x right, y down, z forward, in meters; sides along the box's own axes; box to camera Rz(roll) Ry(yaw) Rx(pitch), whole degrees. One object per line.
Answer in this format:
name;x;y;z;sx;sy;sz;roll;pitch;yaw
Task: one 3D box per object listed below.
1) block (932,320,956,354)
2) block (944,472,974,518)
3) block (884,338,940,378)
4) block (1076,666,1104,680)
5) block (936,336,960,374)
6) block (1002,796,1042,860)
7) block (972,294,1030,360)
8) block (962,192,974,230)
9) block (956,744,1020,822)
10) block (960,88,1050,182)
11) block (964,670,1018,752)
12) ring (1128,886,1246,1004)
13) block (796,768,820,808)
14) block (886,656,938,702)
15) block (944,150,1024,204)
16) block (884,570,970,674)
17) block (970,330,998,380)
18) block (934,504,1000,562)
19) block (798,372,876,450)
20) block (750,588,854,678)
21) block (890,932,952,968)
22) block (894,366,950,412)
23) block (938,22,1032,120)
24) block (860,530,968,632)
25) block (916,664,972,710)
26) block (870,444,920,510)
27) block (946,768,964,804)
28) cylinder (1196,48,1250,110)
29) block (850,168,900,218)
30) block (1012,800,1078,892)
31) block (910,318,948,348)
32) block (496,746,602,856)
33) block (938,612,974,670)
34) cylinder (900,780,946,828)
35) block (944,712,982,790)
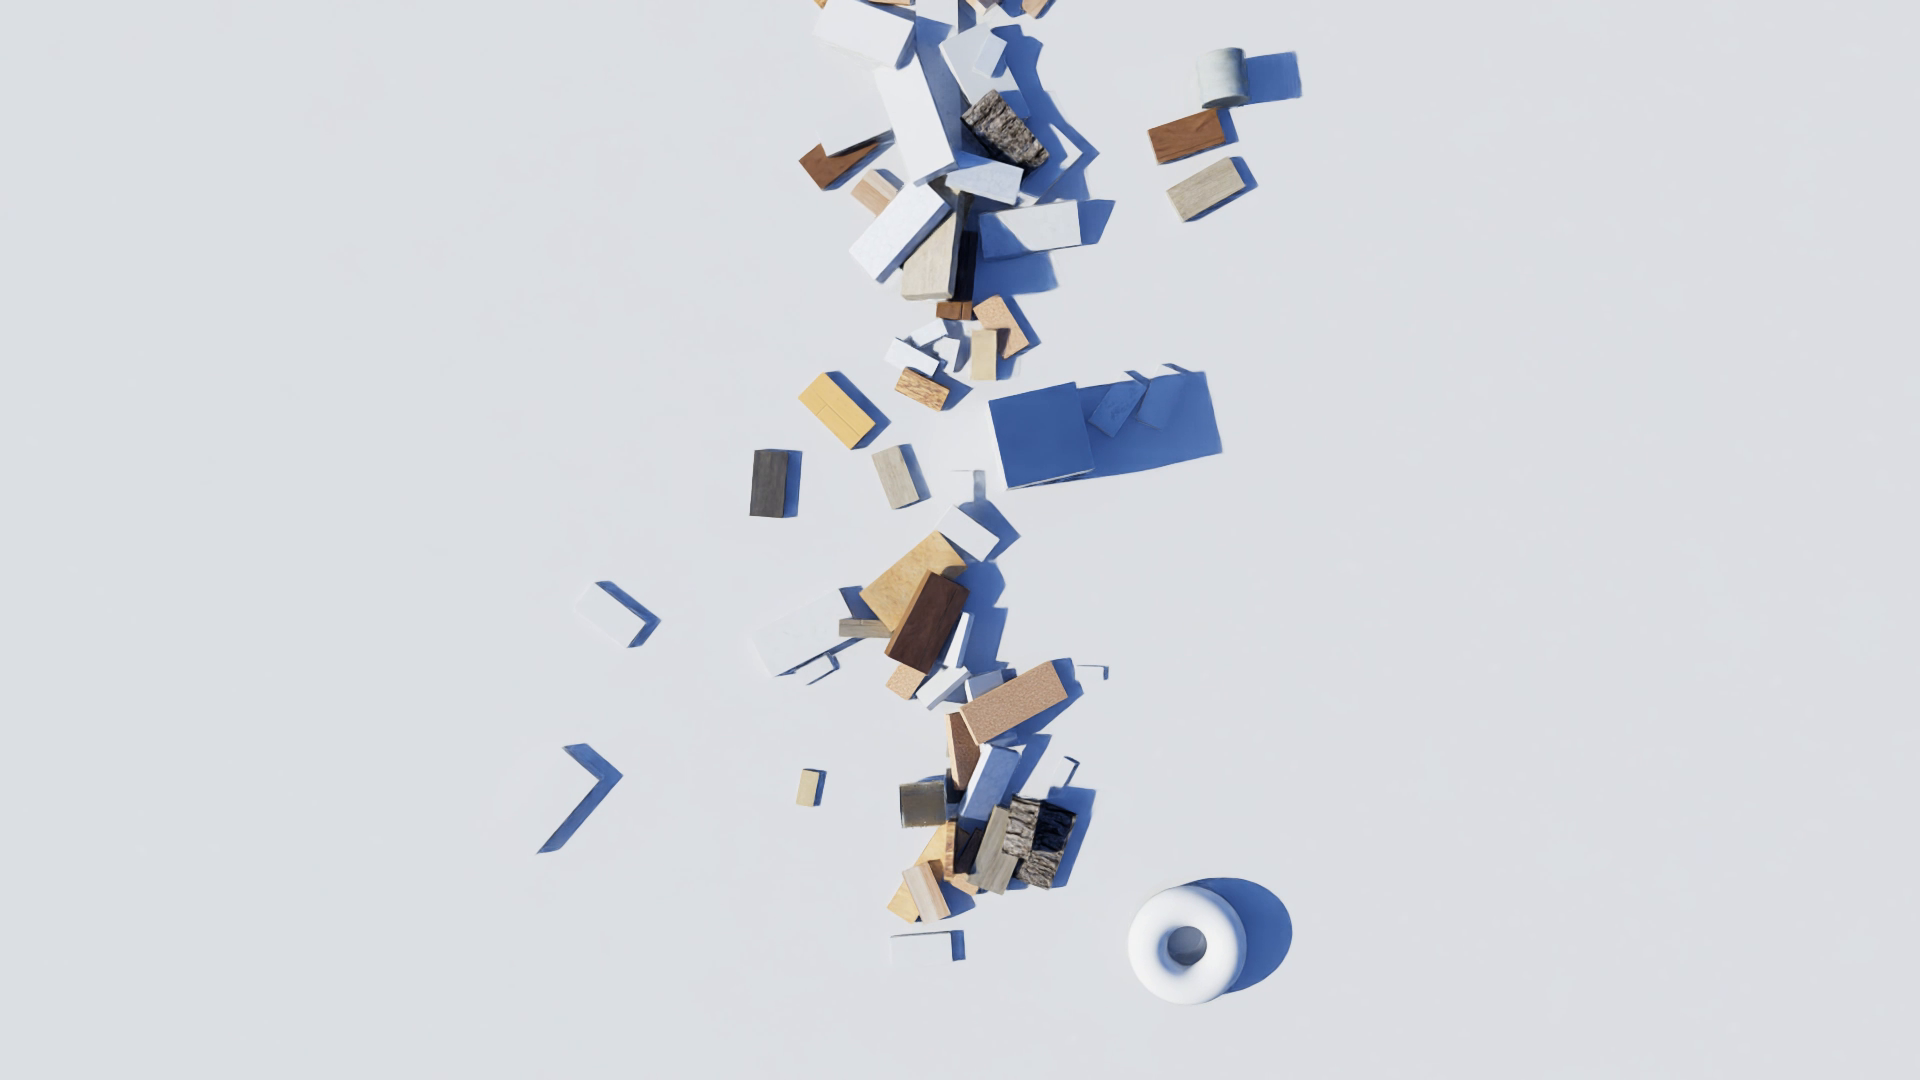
block;-0.052;-0.674;5.492;0.057;0.016;0.113;12;90;0
block;-0.005;-0.130;5.486;0.098;0.028;0.195;-1;90;0
block;-0.159;-0.597;5.476;0.167;0.024;0.084;29;108;0
block;0.431;0.444;5.493;0.093;0.013;0.046;2;90;0
block;-0.039;-0.615;5.475;0.057;0.016;0.113;13;108;0
block;0.202;0.943;5.405;0.095;0.027;0.189;13;93;13
block;0.136;-0.710;5.486;0.099;0.028;0.199;-32;90;0
block;-0.010;-1.153;5.467;0.116;0.033;0.232;16;84;4
block;0.095;0.800;5.435;0.125;0.035;0.250;19;98;-35
block;0.148;-1.323;5.416;0.143;0.041;0.286;-42;97;-6
block;0.103;0.569;5.458;0.125;0.035;0.250;-14;90;-25
ring;0.749;1.336;5.436;0.392;0.131;0.392;0;90;1
block;-0.508;0.826;5.492;0.058;0.017;0.117;11;90;0
block;-0.161;0.434;5.487;0.092;0.026;0.184;34;90;0
block;0.079;-1.179;5.360;0.235;0.033;0.117;15;75;-6
block;-0.107;0.269;5.419;0.156;0.044;0.312;27;92;-23
block;0.079;-0.614;5.469;0.084;0.024;0.167;2;101;5
block;0.024;-0.025;5.460;0.195;0.028;0.098;36;102;-9
block;-0.410;-0.429;5.483;0.245;0.035;0.122;45;90;0
block;-0.513;0.309;5.476;0.332;0.047;0.166;-27;90;0
block;-0.129;1.363;5.486;0.202;0.029;0.101;-4;90;0
block;-0.125;-0.500;5.474;0.167;0.024;0.084;27;111;0
block;0.083;-1.518;5.451;0.168;0.048;0.337;-27;94;-9
block;-0.154;0.135;5.454;0.332;0.047;0.166;-40;90;-8
block;-0.055;0.476;5.455;0.184;0.092;0.026;-41;127;0
block;-0.216;-0.208;5.486;0.098;0.028;0.195;-21;90;0
block;-0.017;0.816;5.477;0.058;0.017;0.117;0;99;0
cylinder;0.862;-1.516;5.422;0.157;0.157;0.157;-8;90;0
block;-0.246;-1.123;5.484;0.220;0.031;0.110;40;90;0
block;0.279;1.014;5.481;0.134;0.038;0.268;21;90;0
block;-0.102;-0.687;5.480;0.113;0.016;0.057;-24;84;9
block;-1.365;0.867;5.476;0.166;0.047;0.332;41;90;0
block;-0.013;0.327;5.457;0.026;0.092;0.184;15;90;-42
cylinder;-0.122;0.870;5.428;0.145;0.145;0.145;-4;90;0
block;0.027;0.691;5.453;0.125;0.035;0.250;-8;89;-29
